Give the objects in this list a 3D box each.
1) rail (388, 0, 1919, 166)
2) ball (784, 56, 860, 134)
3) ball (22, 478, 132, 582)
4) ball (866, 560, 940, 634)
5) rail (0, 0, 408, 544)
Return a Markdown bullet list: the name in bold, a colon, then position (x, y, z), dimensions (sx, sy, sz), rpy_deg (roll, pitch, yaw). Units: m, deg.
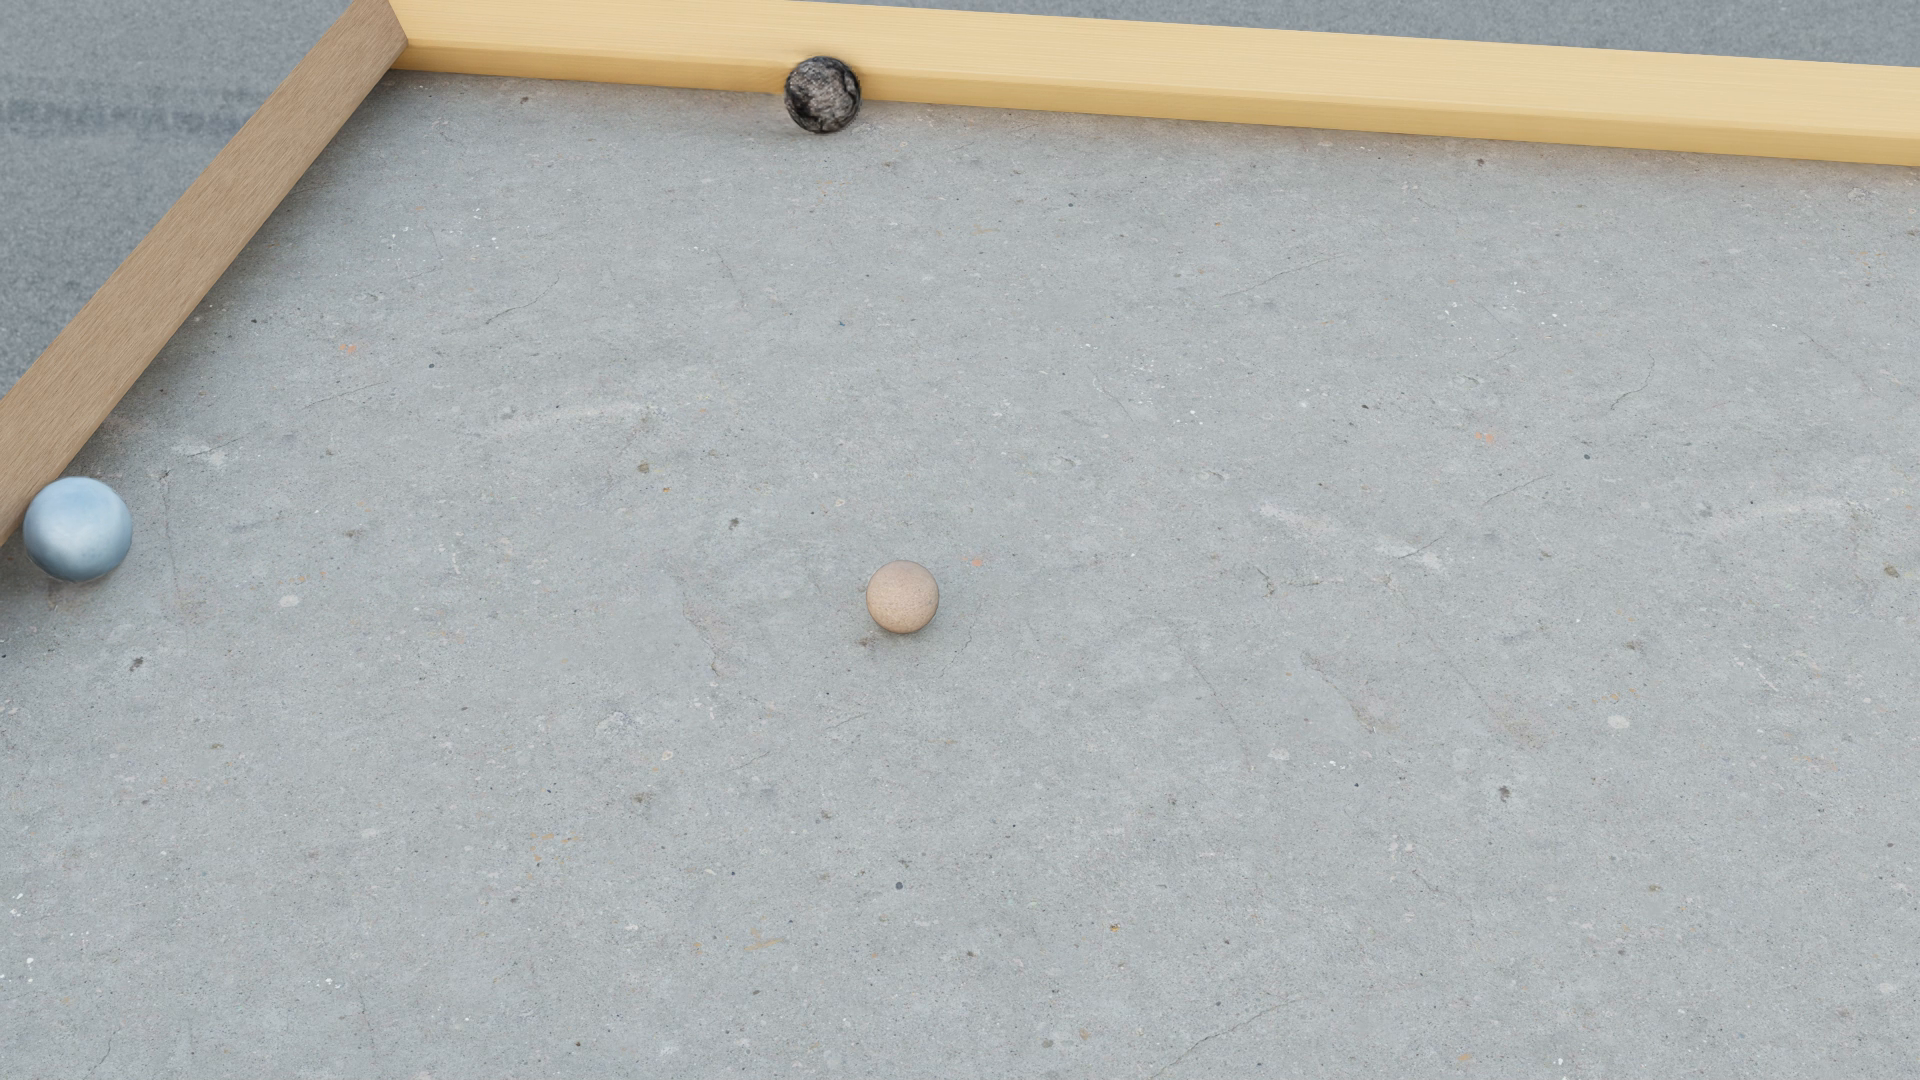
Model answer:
- **rail**: position (0.875, -0.416, 2.553), dimensions (3.037, 0.104, 0.045), rpy_deg (5, 35, 7)
- **ball**: position (-0.142, -0.457, 2.638), dimensions (0.078, 0.078, 0.078), rpy_deg (0, 34, 0)
- **ball**: position (-0.681, -0.008, 1.979), dimensions (0.080, 0.080, 0.080), rpy_deg (0, 34, 0)
- **ball**: position (-0.043, 0.043, 1.927), dimensions (0.056, 0.056, 0.056), rpy_deg (0, 34, 0)
- **rail**: position (-0.727, -0.078, 2.058), dimensions (0.045, 0.104, 1.712), rpy_deg (5, 35, 7)
